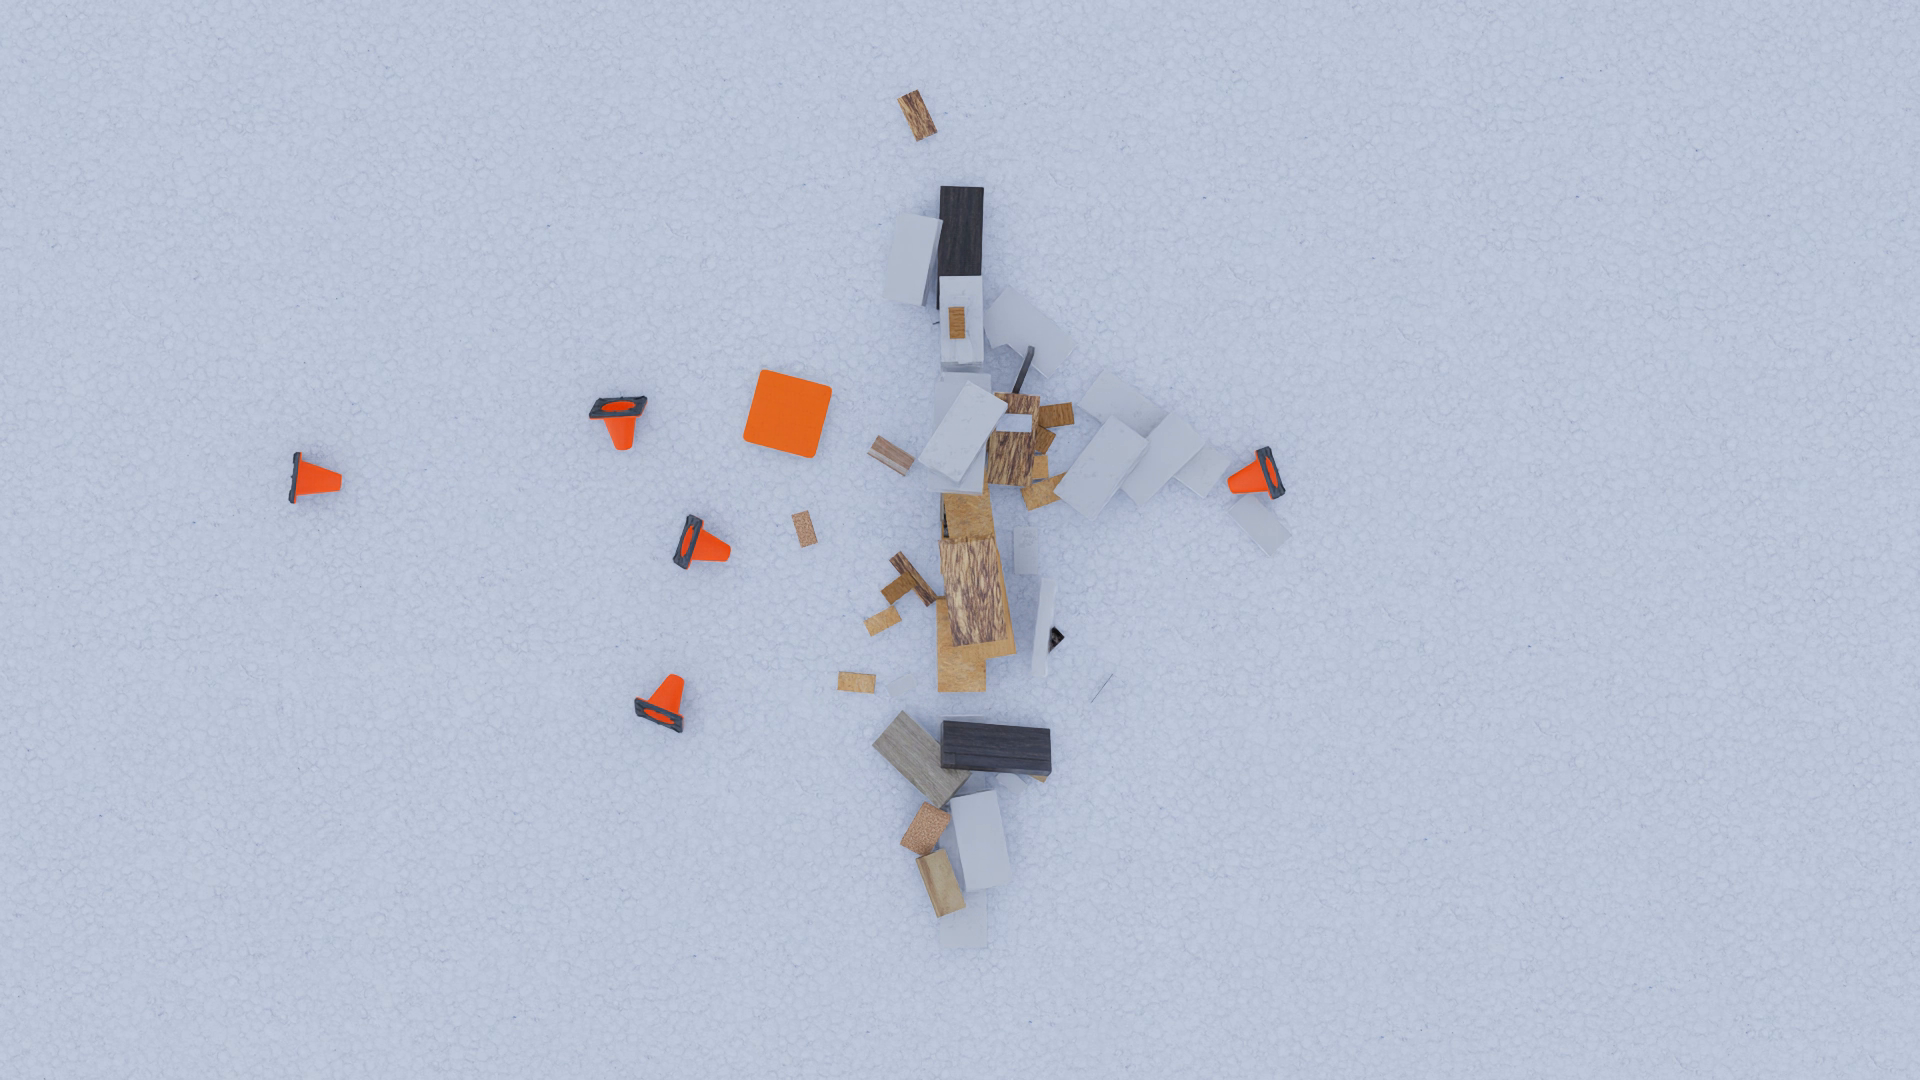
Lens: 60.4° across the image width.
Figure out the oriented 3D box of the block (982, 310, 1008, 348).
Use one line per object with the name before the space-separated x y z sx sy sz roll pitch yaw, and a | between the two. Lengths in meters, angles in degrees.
block | 0.113 -0.695 5.450 0.057 0.016 0.113 -21 90 0

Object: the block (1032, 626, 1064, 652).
block | 0.294 0.341 5.493 0.104 0.015 0.052 -44 90 0

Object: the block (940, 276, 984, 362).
block | 0.006 -0.718 5.355 0.137 0.039 0.274 -1 99 1

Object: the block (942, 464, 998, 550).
block | 0.032 -0.064 5.342 0.148 0.042 0.356 -8 89 0

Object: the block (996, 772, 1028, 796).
block | 0.172 0.800 5.478 0.103 0.015 0.052 42 98 -12

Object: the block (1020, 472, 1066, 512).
block | 0.349 -0.183 5.489 0.289 0.022 0.078 -21 90 0

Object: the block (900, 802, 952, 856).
block | -0.113 0.955 5.428 0.102 0.029 0.203 28 127 0

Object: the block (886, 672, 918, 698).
block | -0.195 0.484 5.493 0.099 0.014 0.050 -27 90 0

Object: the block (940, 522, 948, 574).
block | -0.002 0.001 5.431 0.119 0.034 0.238 1 63 0

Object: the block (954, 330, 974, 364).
block | 0.013 -0.625 5.342 0.050 0.014 0.101 -10 98 2

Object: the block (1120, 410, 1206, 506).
block | 0.649 -0.268 5.435 0.301 0.043 0.150 -45 91 7

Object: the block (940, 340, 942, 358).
block | 0.002 -0.676 5.431 0.137 0.039 0.274 0 112 1

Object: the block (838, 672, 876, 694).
block | -0.344 0.475 5.491 0.122 0.017 0.061 6 90 0

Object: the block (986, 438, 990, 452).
block | 0.064 -0.329 5.490 0.145 0.021 0.072 2 90 0

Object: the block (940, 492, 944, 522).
block | -0.003 -0.178 5.455 0.119 0.034 0.238 2 76 0

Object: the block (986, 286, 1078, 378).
block | 0.228 -0.691 5.479 0.299 0.042 0.149 41 90 0

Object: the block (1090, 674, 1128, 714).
block | 0.496 0.514 5.491 0.061 0.017 0.122 37 90 0

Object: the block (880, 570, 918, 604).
block | -0.201 0.158 5.483 0.115 0.016 0.058 -37 90 9

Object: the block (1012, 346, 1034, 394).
block | 0.207 -0.556 5.432 0.022 0.078 0.157 20 114 -5

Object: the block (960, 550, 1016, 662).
block | 0.068 0.216 5.334 0.176 0.050 0.352 -10 112 0

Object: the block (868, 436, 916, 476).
block | -0.228 -0.280 5.490 0.145 0.021 0.072 32 90 0

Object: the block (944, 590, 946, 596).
block | -0.006 0.188 5.436 0.093 0.026 0.186 0 105 1

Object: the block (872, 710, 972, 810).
block | -0.125 0.723 5.434 0.310 0.044 0.155 41 91 17

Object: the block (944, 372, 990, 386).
block | 0.015 -0.391 5.333 0.148 0.042 0.297 4 78 2

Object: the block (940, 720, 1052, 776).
block | 0.118 0.683 5.409 0.363 0.043 0.150 6 61 -12

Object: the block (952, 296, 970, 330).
block | 0.000 -0.734 5.326 0.050 0.014 0.101 7 99 0

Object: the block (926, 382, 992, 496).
block | -0.002 -0.325 5.272 0.176 0.050 0.352 4 78 2

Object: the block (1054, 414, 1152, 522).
block | 0.466 -0.236 5.418 0.159 0.045 0.319 39 95 19

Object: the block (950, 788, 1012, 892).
block | 0.069 0.986 5.434 0.155 0.044 0.310 -11 90 0

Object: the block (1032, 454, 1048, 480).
block | 0.216 -0.240 5.489 0.153 0.022 0.077 -3 90 0

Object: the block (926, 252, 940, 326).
block | -0.066 -0.875 5.480 0.144 0.041 0.287 -18 90 0

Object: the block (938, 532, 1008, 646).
block | 0.042 0.160 5.257 0.176 0.050 0.352 -8 112 0

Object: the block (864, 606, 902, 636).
block | -0.258 0.269 5.492 0.115 0.016 0.058 -28 90 0

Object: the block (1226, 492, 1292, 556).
block | 0.995 -0.054 5.486 0.102 0.029 0.203 -44 90 0

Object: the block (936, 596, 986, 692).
block | 0.004 0.343 5.438 0.159 0.045 0.319 -1 105 0

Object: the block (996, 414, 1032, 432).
block | 0.176 -0.384 5.390 0.115 0.016 0.058 2 101 -1

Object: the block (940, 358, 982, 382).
block | 0.003 -0.499 5.444 0.137 0.039 0.274 2 106 0

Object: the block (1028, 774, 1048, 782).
block | 0.246 0.763 5.493 0.104 0.015 0.052 28 90 0

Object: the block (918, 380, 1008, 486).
block | 0.011 -0.340 5.228 0.149 0.042 0.299 31 81 7

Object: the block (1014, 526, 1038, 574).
block | 0.219 0.034 5.489 0.078 0.022 0.157 -1 90 0

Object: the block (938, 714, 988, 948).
block | 0.007 0.966 5.478 0.155 0.044 0.766 -1 90 0

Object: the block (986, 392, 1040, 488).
block | 0.174 -0.332 5.431 0.150 0.043 0.301 5 101 -2

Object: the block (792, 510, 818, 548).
block | -0.518 -0.037 5.492 0.057 0.016 0.113 -17 90 0

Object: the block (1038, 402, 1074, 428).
block | 0.283 -0.409 5.490 0.186 0.021 0.072 -8 90 0

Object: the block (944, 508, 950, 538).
block | 0.007 -0.128 5.407 0.119 0.034 0.238 1 77 0

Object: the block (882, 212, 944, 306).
block | -0.157 -0.925 5.434 0.144 0.041 0.287 15 100 20

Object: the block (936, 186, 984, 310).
block | 0.001 -0.961 5.439 0.144 0.041 0.402 2 90 0

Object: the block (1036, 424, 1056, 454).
block | 0.233 -0.353 5.471 0.153 0.022 0.077 28 101 -8

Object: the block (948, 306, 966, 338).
block | -0.010 -0.700 5.316 0.050 0.014 0.101 -2 98 1

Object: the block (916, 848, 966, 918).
block | -0.063 1.128 5.428 0.102 0.029 0.203 -21 90 0

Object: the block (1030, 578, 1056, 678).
block | 0.274 0.289 5.408 0.045 0.159 0.319 7 86 5

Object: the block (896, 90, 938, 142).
block | -0.142 -1.412 5.489 0.077 0.022 0.153 -25 90 0

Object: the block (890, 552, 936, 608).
block | -0.154 0.130 5.493 0.049 0.014 0.202 -39 90 0

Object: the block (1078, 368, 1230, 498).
block | 0.645 -0.354 5.479 0.522 0.042 0.149 36 90 0
